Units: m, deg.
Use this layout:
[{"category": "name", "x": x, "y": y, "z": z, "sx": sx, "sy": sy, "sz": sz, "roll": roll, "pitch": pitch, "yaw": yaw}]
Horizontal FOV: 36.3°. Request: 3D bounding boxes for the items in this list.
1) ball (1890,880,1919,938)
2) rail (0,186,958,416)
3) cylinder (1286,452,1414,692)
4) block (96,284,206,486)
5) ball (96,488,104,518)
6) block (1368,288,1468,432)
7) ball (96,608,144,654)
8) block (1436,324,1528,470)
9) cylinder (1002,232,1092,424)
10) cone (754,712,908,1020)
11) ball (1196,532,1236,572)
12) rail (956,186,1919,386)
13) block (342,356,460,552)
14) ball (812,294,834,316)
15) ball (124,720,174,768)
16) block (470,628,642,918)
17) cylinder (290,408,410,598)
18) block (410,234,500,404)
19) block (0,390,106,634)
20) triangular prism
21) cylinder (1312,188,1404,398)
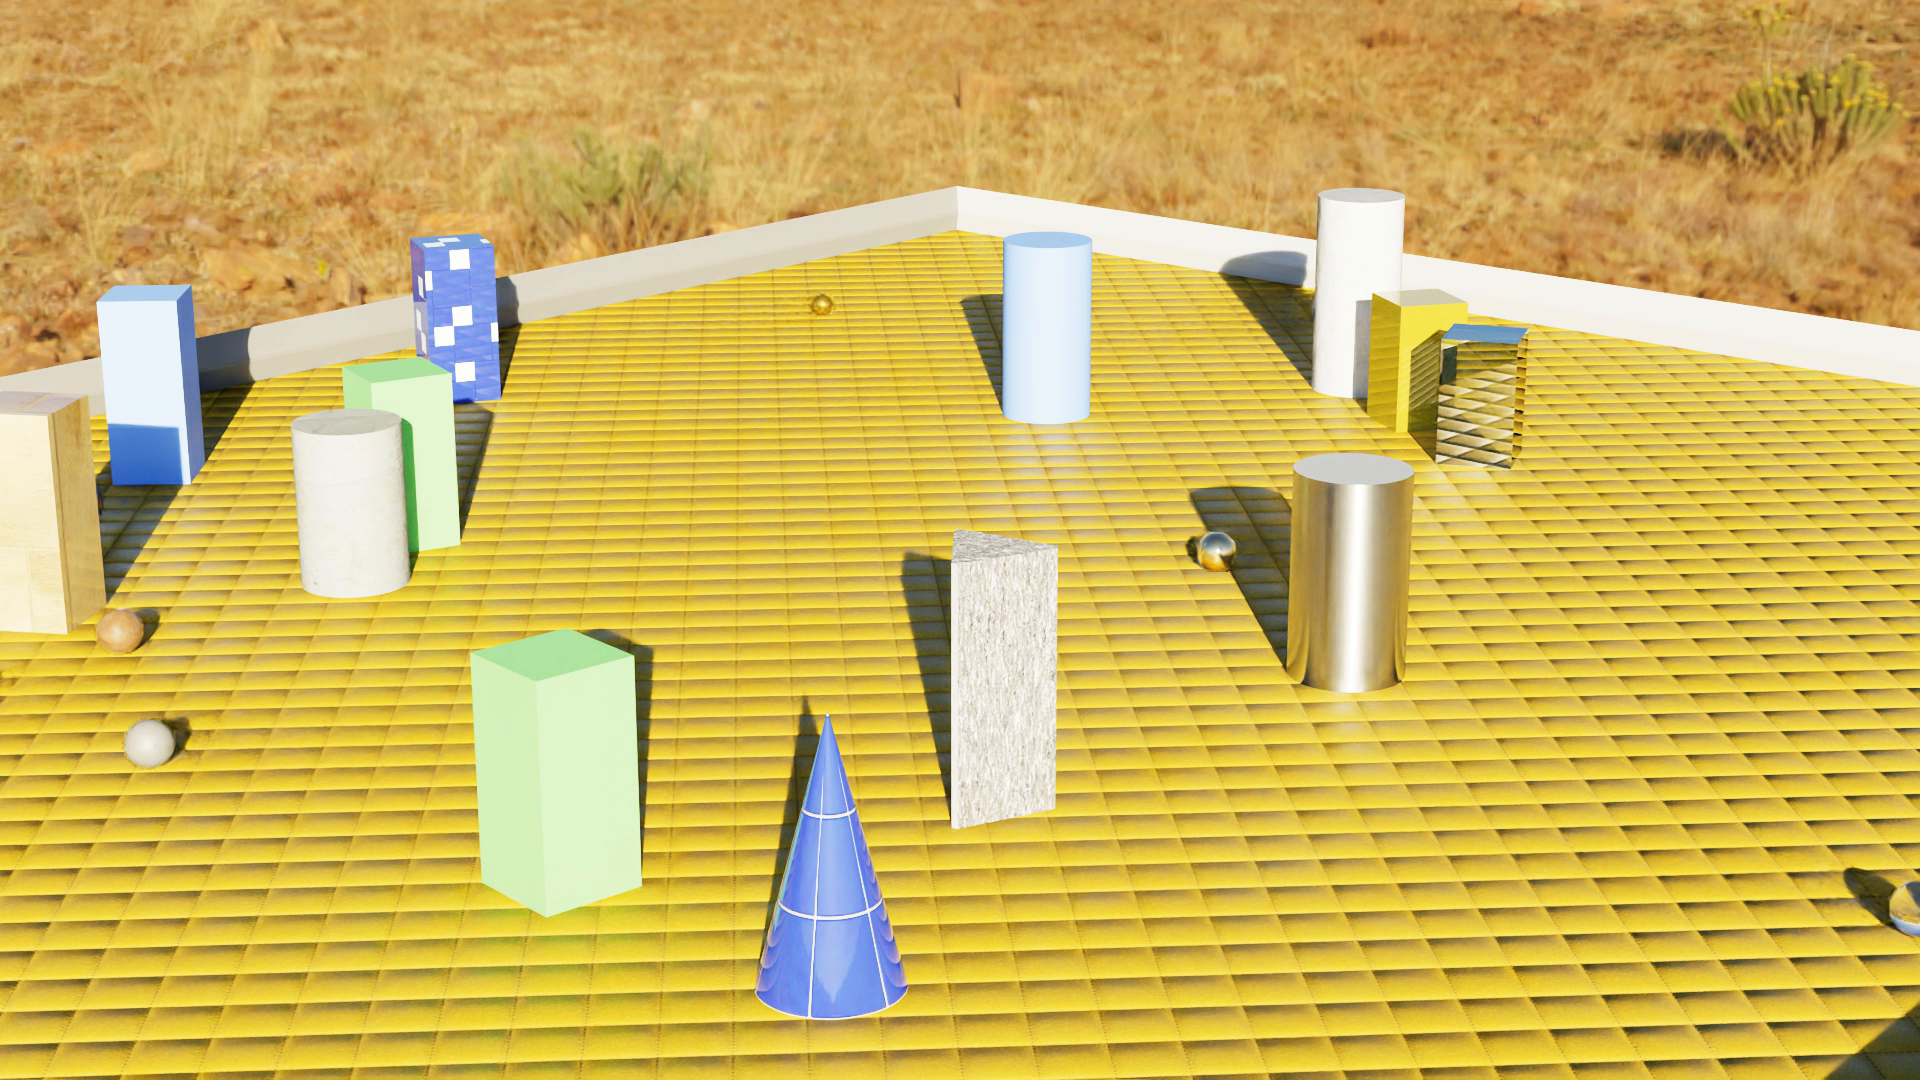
[{"category": "ball", "x": 1.227, "y": 0.472, "z": 3.752, "sx": 0.073, "sy": 0.073, "sz": 0.073, "roll": 0, "pitch": 17, "yaw": 0}, {"category": "rail", "x": -1.662, "y": -0.386, "z": 6.502, "sx": 0.045, "sy": 0.124, "sz": 5.095, "roll": 14, "pitch": 22, "yaw": 39}, {"category": "cylinder", "x": 0.622, "y": 0.051, "z": 4.683, "sx": 0.190, "sy": 0.341, "sz": 0.190, "roll": 0, "pitch": 17, "yaw": 0}, {"category": "block", "x": -1.604, "y": -0.309, "z": 5.823, "sx": 0.152, "sy": 0.370, "sz": 0.152, "roll": -1, "pitch": 17, "yaw": -3}, {"category": "ball", "x": -1.656, "y": -0.068, "z": 5.510, "sx": 0.089, "sy": 0.089, "sz": 0.089, "roll": 0, "pitch": 17, "yaw": 0}, {"category": "block", "x": 0.973, "y": -0.384, "z": 6.242, "sx": 0.152, "sy": 0.271, "sz": 0.152, "roll": -5, "pitch": 17, "yaw": -15}, {"category": "ball", "x": -1.380, "y": 0.149, "z": 4.817, "sx": 0.075, "sy": 0.075, "sz": 0.075, "roll": 0, "pitch": 17, "yaw": 0}, {"category": "block", "x": 1.062, "y": -0.293, "z": 5.964, "sx": 0.152, "sy": 0.259, "sz": 0.152, "roll": 5, "pitch": 18, "yaw": 18}, {"category": "cylinder", "x": 0.187, "y": -0.457, "z": 6.296, "sx": 0.190, "sy": 0.380, "sz": 0.190, "roll": 0, "pitch": 17, "yaw": 0}, {"category": "cone", "x": -0.159, "y": 0.377, "z": 3.568, "sx": 0.190, "sy": 0.361, "sz": 0.190, "roll": 0, "pitch": 17, "yaw": 0}, {"category": "ball", "x": 0.459, "y": 0.020, "z": 5.249, "sx": 0.071, "sy": 0.071, "sz": 0.071, "roll": 0, "pitch": 17, "yaw": 0}, {"category": "rail", "x": 1.655, "y": -0.520, "z": 6.945, "sx": 4.449, "sy": 0.124, "sz": 0.045, "roll": 14, "pitch": 22, "yaw": 39}, {"category": "block", "x": -1.027, "y": -0.154, "z": 5.389, "sx": 0.152, "sy": 0.325, "sz": 0.152, "roll": -10, "pitch": 19, "yaw": -29}, {"category": "ball", "x": -0.341, "y": -0.584, "z": 7.284, "sx": 0.052, "sy": 0.052, "sz": 0.052, "roll": 0, "pitch": 17, "yaw": 0}, {"category": "ball", "x": -1.194, "y": 0.301, "z": 4.321, "sx": 0.072, "sy": 0.072, "sz": 0.072, "roll": 0, "pitch": 17, "yaw": 0}, {"category": "block", "x": -0.532, "y": 0.304, "z": 3.870, "sx": 0.152, "sy": 0.325, "sz": 0.152, "roll": -14, "pitch": 22, "yaw": -40}, {"category": "cylinder", "x": -1.070, "y": -0.066, "z": 5.155, "sx": 0.190, "sy": 0.292, "sz": 0.190, "roll": 0, "pitch": 17, "yaw": 0}, {"category": "block", "x": -1.111, "y": -0.487, "z": 6.456, "sx": 0.152, "sy": 0.344, "sz": 0.152, "roll": -7, "pitch": 18, "yaw": -21}, {"category": "block", "x": -1.560, "y": -0.048, "z": 4.946, "sx": 0.152, "sy": 0.377, "sz": 0.152, "roll": 3, "pitch": 17, "yaw": 9}, {"category": "triangular prism", "x": 0.030, "y": 0.189, "z": 4.145, "sx": 0.165, "sy": 0.388, "sz": 0.143, "roll": -9, "pitch": 19, "yaw": -27}, {"category": "cylinder", "x": 0.883, "y": -0.550, "z": 6.508, "sx": 0.190, "sy": 0.435, "sz": 0.190, "roll": 0, "pitch": 17, "yaw": 0}]
